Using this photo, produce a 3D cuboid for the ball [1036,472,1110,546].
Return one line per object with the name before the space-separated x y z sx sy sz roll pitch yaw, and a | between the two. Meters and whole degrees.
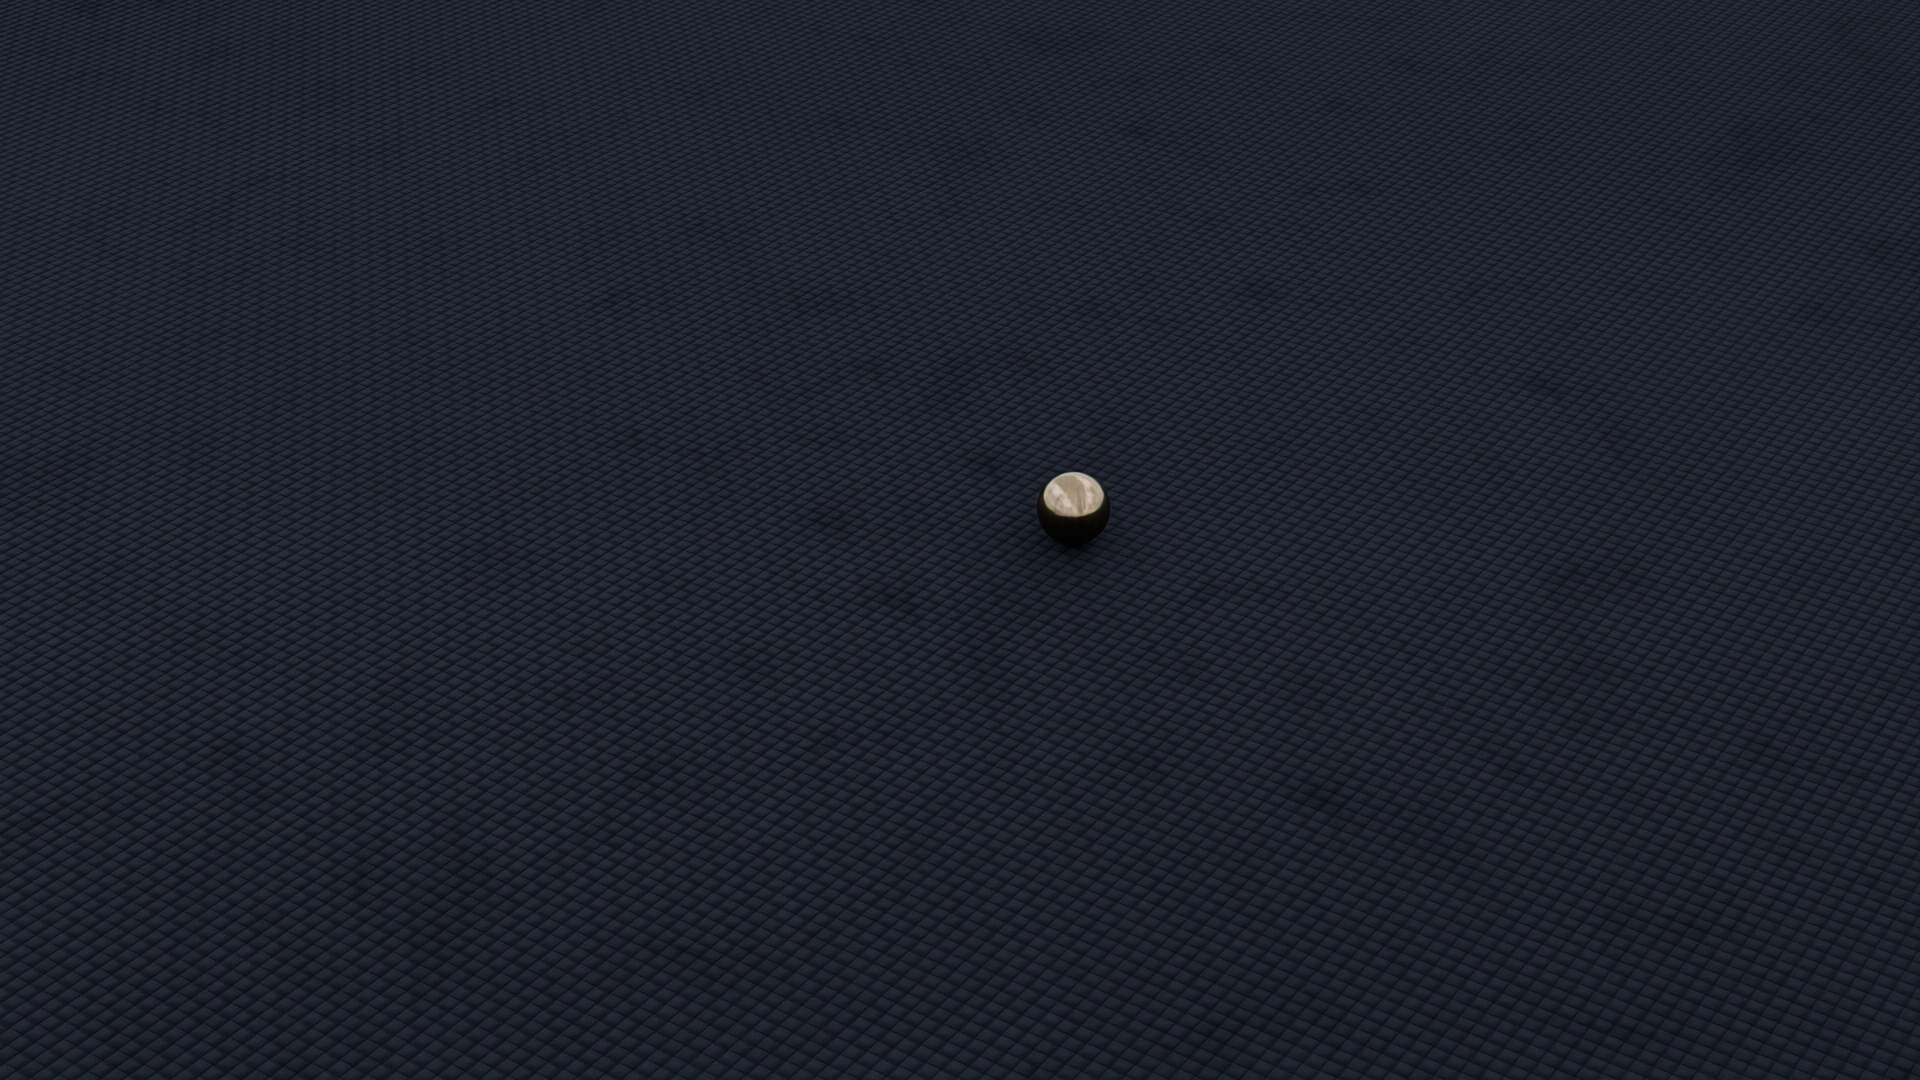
ball | 0.067 -0.019 1.731 0.044 0.044 0.044 0 31 0
